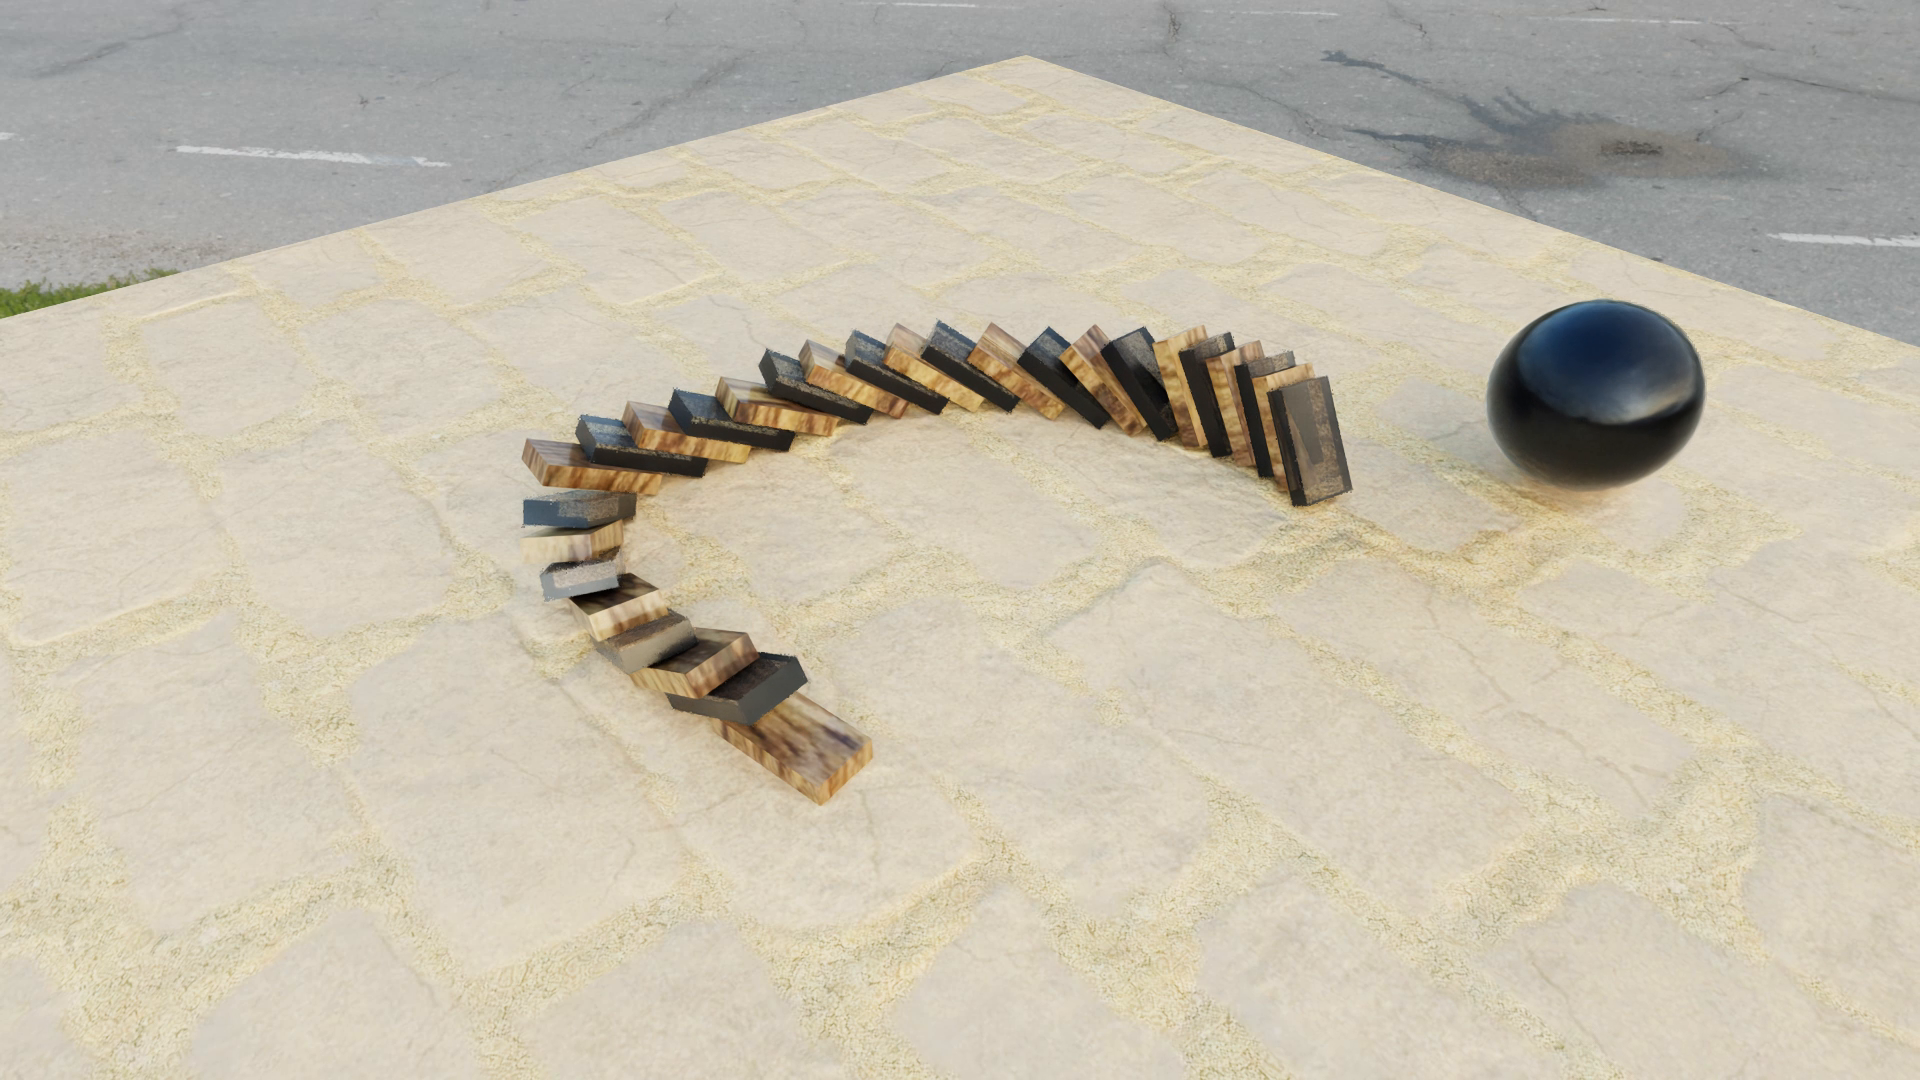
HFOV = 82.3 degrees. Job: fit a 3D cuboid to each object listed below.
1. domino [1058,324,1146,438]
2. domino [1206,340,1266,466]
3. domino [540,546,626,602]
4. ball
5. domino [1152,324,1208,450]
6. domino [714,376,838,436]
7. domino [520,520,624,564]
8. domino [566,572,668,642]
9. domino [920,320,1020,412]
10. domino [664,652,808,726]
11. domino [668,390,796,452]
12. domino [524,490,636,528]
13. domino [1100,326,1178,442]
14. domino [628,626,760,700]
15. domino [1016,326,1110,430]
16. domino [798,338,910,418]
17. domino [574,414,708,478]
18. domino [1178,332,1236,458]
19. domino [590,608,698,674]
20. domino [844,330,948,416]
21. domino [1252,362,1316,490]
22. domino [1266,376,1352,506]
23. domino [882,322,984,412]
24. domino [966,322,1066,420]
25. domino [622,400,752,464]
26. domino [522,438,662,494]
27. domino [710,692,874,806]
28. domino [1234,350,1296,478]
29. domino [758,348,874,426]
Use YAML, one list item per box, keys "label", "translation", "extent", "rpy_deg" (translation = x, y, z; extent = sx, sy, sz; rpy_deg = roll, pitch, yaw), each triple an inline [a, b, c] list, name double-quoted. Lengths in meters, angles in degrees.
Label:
- label: "domino"
  translation: [0.071, -0.074, 0.512]
  extent: [0.050, 0.009, 0.025]
  rpy_deg: [48, 49, -3]
- label: "domino"
  translation: [0.128, -0.061, 0.488]
  extent: [0.025, 0.050, 0.009]
  rpy_deg: [-24, 11, -27]
- label: "domino"
  translation: [-0.139, 0.012, 0.409]
  extent: [0.025, 0.009, 0.050]
  rpy_deg: [-12, 8, -13]
- label: "ball"
  translation: [0.264, -0.060, 0.461]
  extent: [0.080, 0.080, 0.080]
  rpy_deg: [0, 39, 0]
- label: "domino"
  translation: [0.106, -0.069, 0.498]
  extent: [0.025, 0.050, 0.010]
  rpy_deg: [-26, 12, -31]
- label: "domino"
  translation: [-0.083, -0.061, 0.500]
  extent: [0.050, 0.010, 0.025]
  rpy_deg: [5, 30, -39]
- label: "domino"
  translation: [-0.148, 0.000, 0.424]
  extent: [0.025, 0.009, 0.050]
  rpy_deg: [-3, 8, -4]
- label: "domino"
  translation: [-0.124, 0.023, 0.397]
  extent: [0.025, 0.010, 0.050]
  rpy_deg: [-22, 15, -25]
- label: "domino"
  translation: [0.007, -0.083, 0.524]
  extent: [0.050, 0.009, 0.025]
  rpy_deg: [30, 35, -12]
- label: "domino"
  translation: [-0.076, 0.048, 0.367]
  extent: [0.050, 0.010, 0.025]
  rpy_deg: [-1, 28, 48]
- label: "domino"
  translation: [-0.102, -0.053, 0.491]
  extent: [0.050, 0.010, 0.025]
  rpy_deg: [6, 30, -39]
- label: "domino"
  translation: [-0.151, -0.013, 0.439]
  extent: [0.025, 0.009, 0.050]
  rpy_deg: [3, 7, 4]
- label: "domino"
  translation: [0.089, -0.073, 0.509]
  extent: [0.025, 0.009, 0.050]
  rpy_deg: [-29, 83, -36]
- label: "domino"
  translation: [-0.092, 0.041, 0.375]
  extent: [0.025, 0.009, 0.050]
  rpy_deg: [-36, 21, -34]
- label: "domino"
  translation: [0.054, -0.077, 0.520]
  extent: [0.050, 0.010, 0.025]
  rpy_deg: [39, 47, 2]
- label: "domino"
  translation: [-0.050, -0.075, 0.515]
  extent: [0.050, 0.010, 0.025]
  rpy_deg: [19, 29, -30]
- label: "domino"
  translation: [-0.137, -0.040, 0.475]
  extent: [0.050, 0.010, 0.025]
  rpy_deg: [6, 30, -39]
- label: "domino"
  translation: [0.117, -0.065, 0.493]
  extent: [0.025, 0.050, 0.010]
  rpy_deg: [-28, 13, -30]
- label: "domino"
  translation: [-0.112, 0.033, 0.385]
  extent: [0.025, 0.009, 0.050]
  rpy_deg: [-23, 16, -26]
- label: "domino"
  translation: [-0.030, -0.079, 0.521]
  extent: [0.050, 0.010, 0.025]
  rpy_deg: [23, 33, -23]
- label: "domino"
  translation: [0.144, -0.049, 0.474]
  extent: [0.025, 0.050, 0.010]
  rpy_deg: [-19, 9, -21]
- label: "domino"
  translation: [0.148, -0.042, 0.465]
  extent: [0.025, 0.050, 0.010]
  rpy_deg: [-18, 9, -21]
- label: "domino"
  translation: [-0.012, -0.082, 0.524]
  extent: [0.050, 0.010, 0.025]
  rpy_deg: [27, 34, -17]
- label: "domino"
  translation: [0.029, -0.080, 0.522]
  extent: [0.050, 0.010, 0.025]
  rpy_deg: [34, 42, -7]
- label: "domino"
  translation: [-0.120, -0.047, 0.484]
  extent: [0.050, 0.009, 0.025]
  rpy_deg: [6, 30, -39]
- label: "domino"
  translation: [-0.154, -0.031, 0.463]
  extent: [0.050, 0.009, 0.025]
  rpy_deg: [3, 27, -44]
- label: "domino"
  translation: [-0.056, 0.065, 0.364]
  extent: [0.050, 0.009, 0.025]
  rpy_deg: [26, 46, 29]
- label: "domino"
  translation: [0.138, -0.055, 0.481]
  extent: [0.025, 0.050, 0.009]
  rpy_deg: [-18, 9, -21]
- label: "domino"
  translation: [-0.066, -0.071, 0.510]
  extent: [0.050, 0.009, 0.025]
  rpy_deg: [16, 28, -34]
